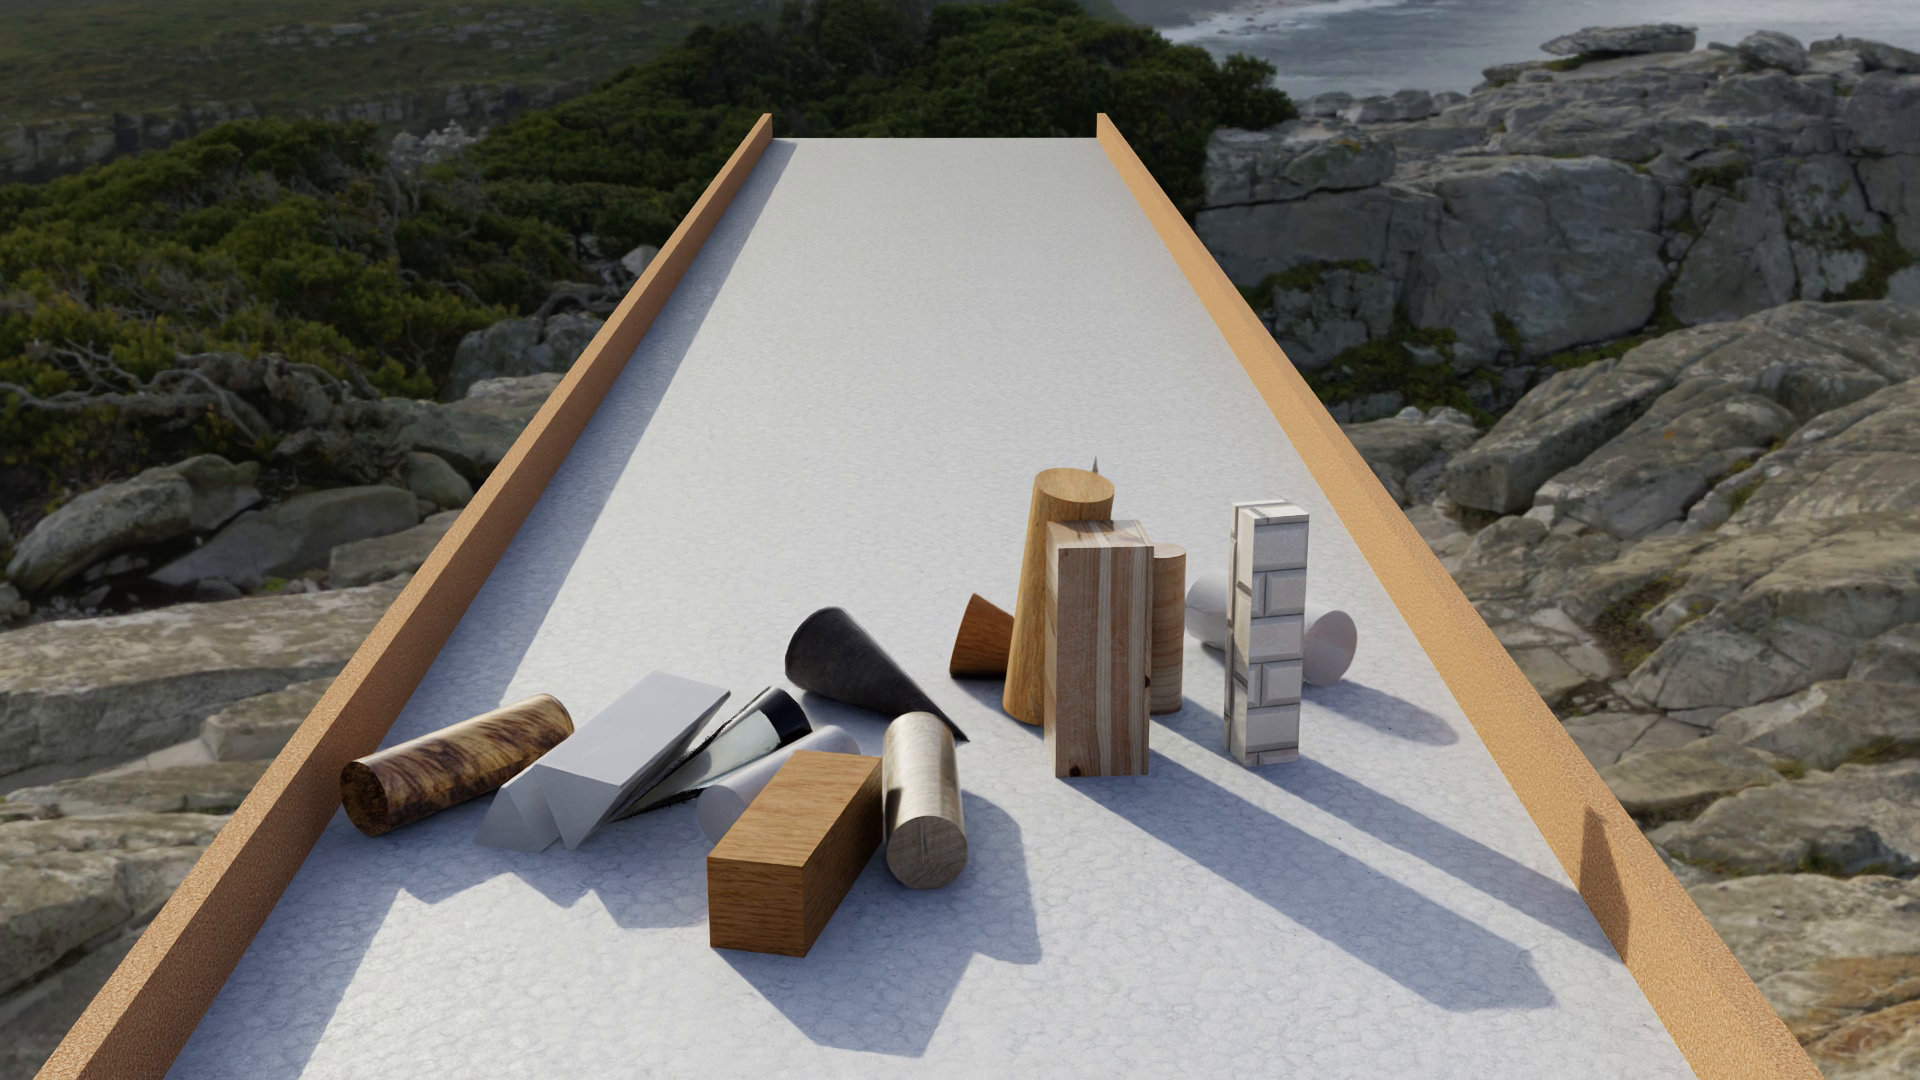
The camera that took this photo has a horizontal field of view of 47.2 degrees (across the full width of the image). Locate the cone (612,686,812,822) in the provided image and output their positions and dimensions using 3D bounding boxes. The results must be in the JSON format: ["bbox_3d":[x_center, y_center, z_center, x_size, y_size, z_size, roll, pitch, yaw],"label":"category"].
[{"bbox_3d":[-0.443,0.398,3.754,0.381,0.153,0.153,-27,30,-35],"label":"cone"}]

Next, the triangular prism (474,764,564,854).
[{"bbox_3d":[-0.669,0.394,3.705,0.123,0.107,0.385,6,17,18],"label":"triangular prism"}]

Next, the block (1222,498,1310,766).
[{"bbox_3d":[0.538,0.164,3.876,0.102,0.456,0.102,-5,17,-15],"label":"block"}]

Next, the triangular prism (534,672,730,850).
[{"bbox_3d":[-0.567,0.341,3.723,0.133,0.154,0.455,42,23,2],"label":"triangular prism"}]

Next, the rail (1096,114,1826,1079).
[{"bbox_3d":[0.932,-0.844,7.801,0.050,0.150,12.000,0,17,-1],"label":"rail"}]

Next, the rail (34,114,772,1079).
[{"bbox_3d":[-1.118,-0.838,7.780,0.050,0.150,12.000,0,17,-1],"label":"rail"}]

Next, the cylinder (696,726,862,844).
[{"bbox_3d":[-0.296,0.409,3.655,0.112,0.112,0.309,10,19,31],"label":"cylinder"}]

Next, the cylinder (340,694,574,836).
[{"bbox_3d":[-0.848,0.377,3.736,0.128,0.128,0.401,13,21,36],"label":"cylinder"}]

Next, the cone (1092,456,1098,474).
[{"bbox_3d":[0.260,0.039,4.332,0.148,0.433,0.148,1,17,0],"label":"cone"}]

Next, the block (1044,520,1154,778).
[{"bbox_3d":[0.241,0.189,3.859,0.164,0.418,0.164,-1,17,-5],"label":"block"}]

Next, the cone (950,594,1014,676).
[{"bbox_3d":[0.159,0.231,4.310,0.327,0.166,0.166,17,19,6],"label":"cone"}]

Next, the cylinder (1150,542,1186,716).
[{"bbox_3d":[0.369,0.166,4.126,0.101,0.309,0.101,0,17,0],"label":"cylinder"}]

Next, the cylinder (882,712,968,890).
[{"bbox_3d":[-0.061,0.419,3.600,0.125,0.125,0.445,-1,17,-3],"label":"cylinder"}]

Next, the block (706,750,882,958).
[{"bbox_3d":[-0.246,0.473,3.382,0.144,0.144,0.424,4,17,13],"label":"block"}]

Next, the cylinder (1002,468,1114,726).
[{"bbox_3d":[0.178,0.107,4.027,0.145,0.460,0.145,6,26,-3],"label":"cylinder"}]

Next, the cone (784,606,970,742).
[{"bbox_3d":[-0.126,0.287,4.113,0.410,0.173,0.173,29,31,36],"label":"cone"}]

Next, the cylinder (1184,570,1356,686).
[{"bbox_3d":[0.614,0.172,4.380,0.153,0.153,0.333,-12,20,-35],"label":"cylinder"}]
